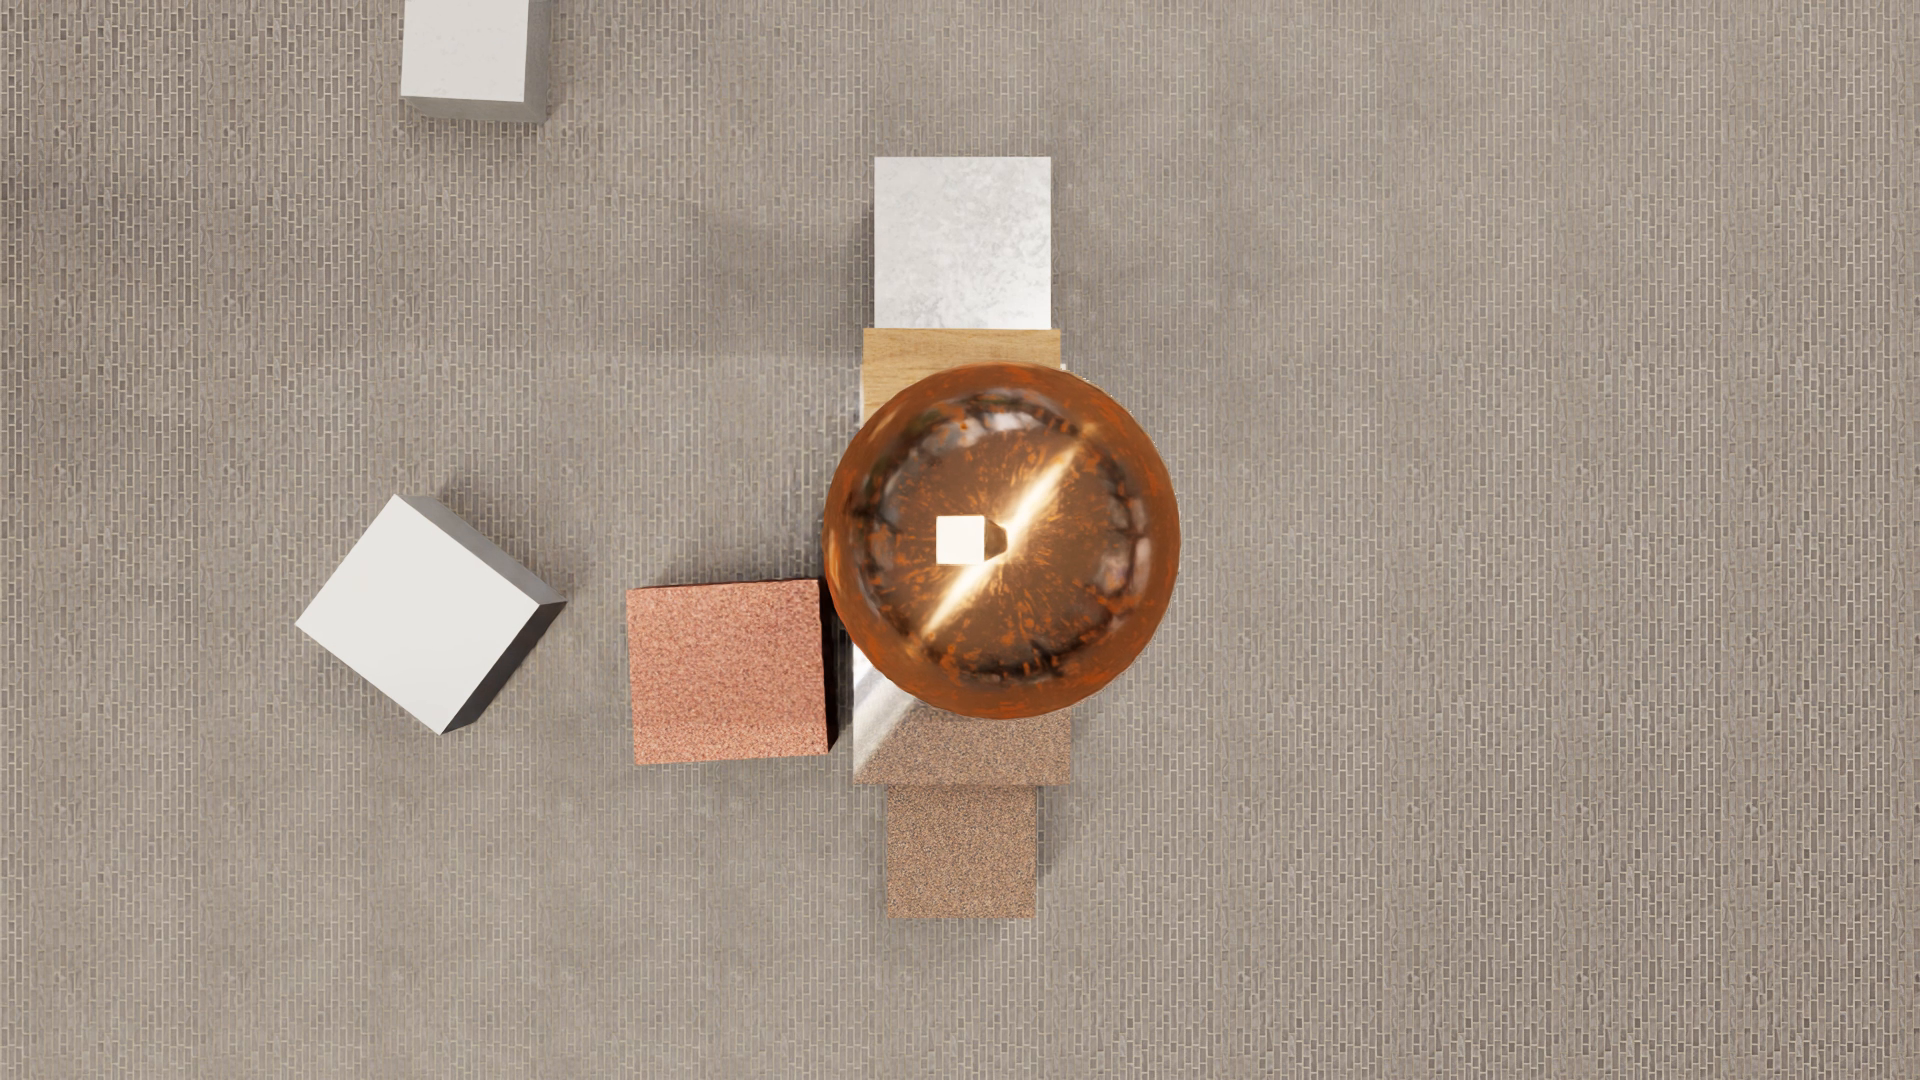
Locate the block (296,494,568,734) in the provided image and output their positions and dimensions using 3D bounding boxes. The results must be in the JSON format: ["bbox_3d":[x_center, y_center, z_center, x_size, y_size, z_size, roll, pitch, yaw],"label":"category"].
[{"bbox_3d":[-2.988,0.411,12.551,1.006,0.897,0.904,37,90,0],"label":"block"}]

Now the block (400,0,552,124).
[{"bbox_3d":[-2.780,-2.836,12.678,0.691,0.644,0.714,3,90,0],"label":"block"}]

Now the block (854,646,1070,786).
[{"bbox_3d":[0.013,0.748,12.409,1.166,1.181,1.130,0,90,0],"label":"block"}]

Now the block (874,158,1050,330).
[{"bbox_3d":[0.014,-1.524,12.479,0.956,1.043,1.116,0,90,0],"label":"block"}]

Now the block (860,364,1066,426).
[{"bbox_3d":[0.013,-0.394,12.480,1.123,1.041,1.125,0,90,0],"label":"block"}]

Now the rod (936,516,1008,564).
[{"bbox_3d":[0.079,0.000,6.377,0.080,5.200,0.080,0,90,2],"label":"rod"}]

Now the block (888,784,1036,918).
[{"bbox_3d":[0.007,1.702,12.561,0.816,0.878,0.764,0,90,0],"label":"block"}]

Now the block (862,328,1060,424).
[{"bbox_3d":[0.006,-0.476,11.382,0.970,1.151,1.127,0,90,0],"label":"block"}]

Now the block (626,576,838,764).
[{"bbox_3d":[-1.273,0.720,12.500,1.053,1.000,0.956,-3,90,0],"label":"block"}]

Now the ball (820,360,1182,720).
[{"bbox_3d":[0.183,0.000,9.776,1.600,1.600,1.600,0,90,0],"label":"ball"}]
